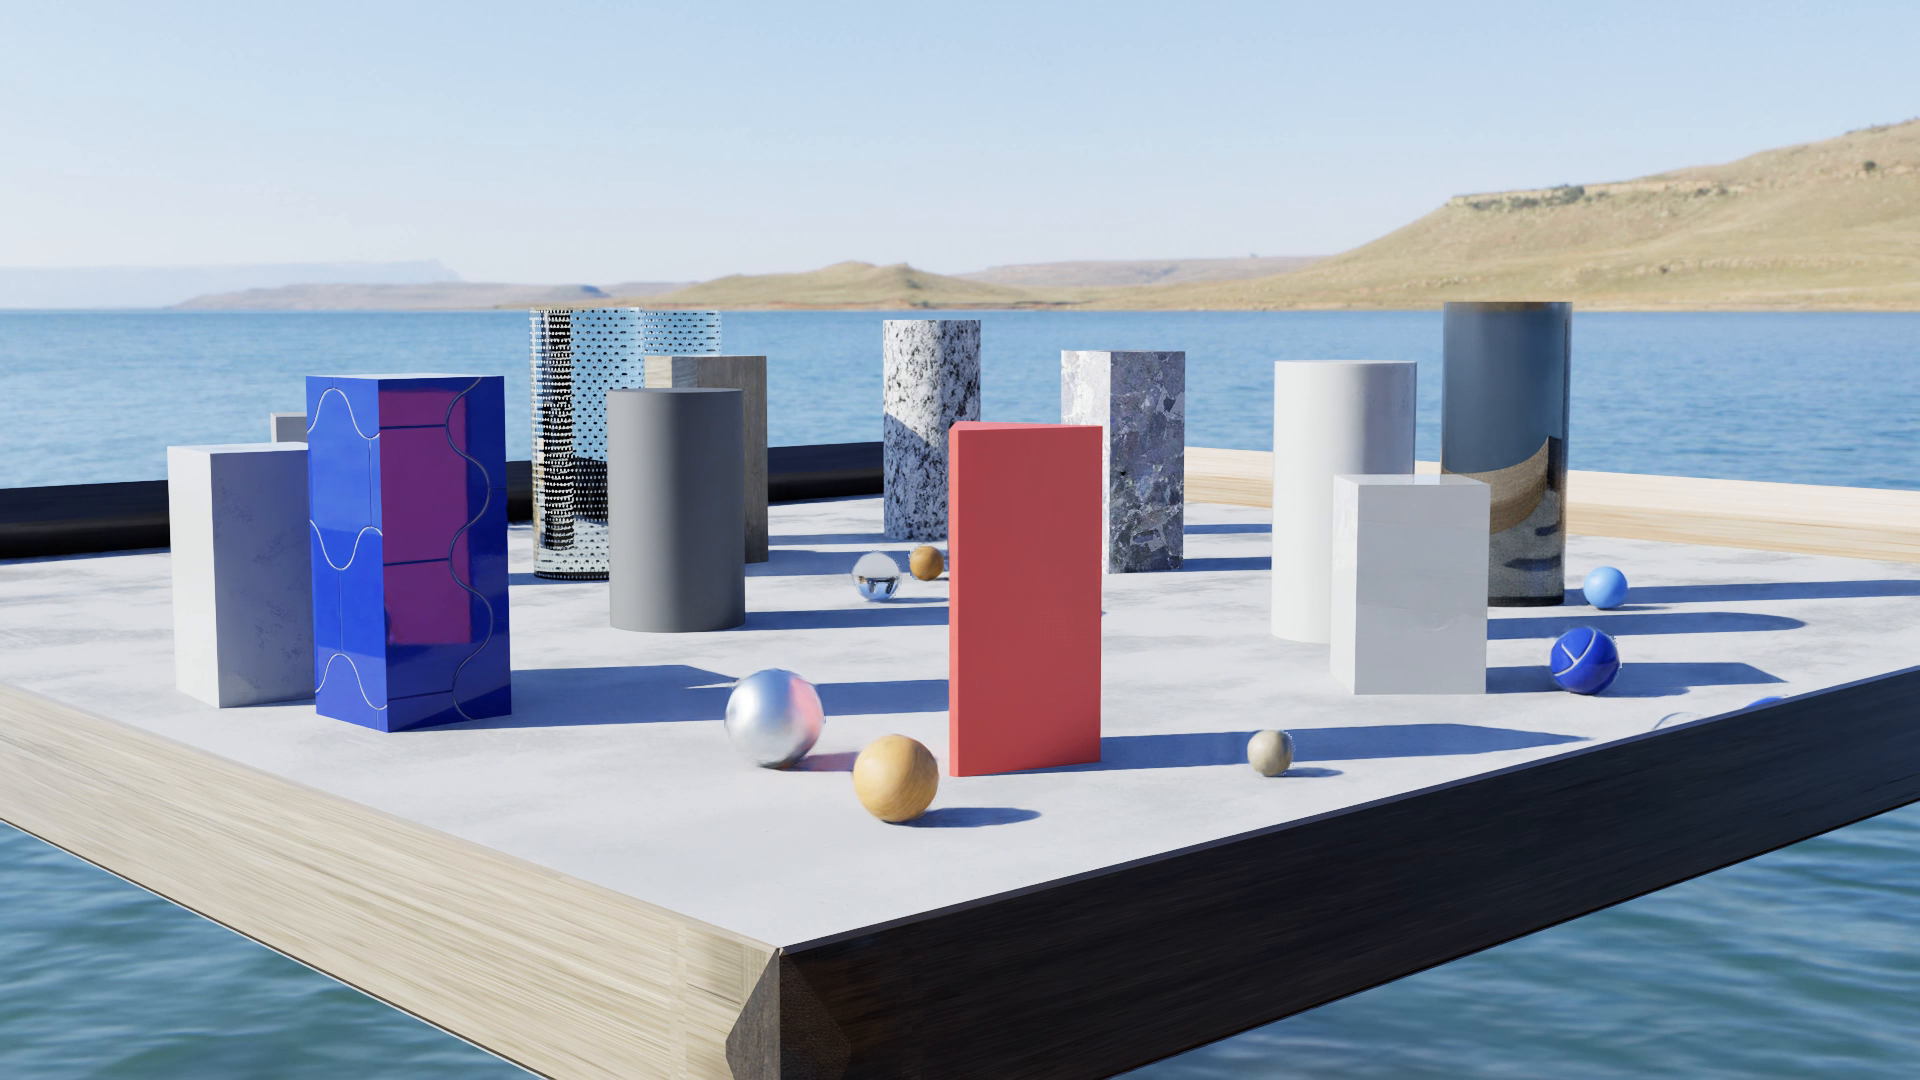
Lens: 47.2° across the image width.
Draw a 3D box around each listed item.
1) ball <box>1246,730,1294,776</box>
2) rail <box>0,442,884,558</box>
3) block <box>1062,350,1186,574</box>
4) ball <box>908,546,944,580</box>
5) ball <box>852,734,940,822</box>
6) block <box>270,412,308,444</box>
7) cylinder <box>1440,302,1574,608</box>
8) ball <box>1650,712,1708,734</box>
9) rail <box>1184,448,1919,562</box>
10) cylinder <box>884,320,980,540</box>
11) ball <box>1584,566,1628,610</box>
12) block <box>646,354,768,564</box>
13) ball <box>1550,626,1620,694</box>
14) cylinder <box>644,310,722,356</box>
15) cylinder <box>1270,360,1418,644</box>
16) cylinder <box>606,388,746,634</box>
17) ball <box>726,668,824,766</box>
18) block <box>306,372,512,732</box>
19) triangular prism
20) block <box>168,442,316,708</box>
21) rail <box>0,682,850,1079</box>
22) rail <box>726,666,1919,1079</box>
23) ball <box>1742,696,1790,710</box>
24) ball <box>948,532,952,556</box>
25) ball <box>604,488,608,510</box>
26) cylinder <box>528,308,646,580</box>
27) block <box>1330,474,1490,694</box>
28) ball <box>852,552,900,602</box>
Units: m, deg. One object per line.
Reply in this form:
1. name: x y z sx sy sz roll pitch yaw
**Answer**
1. ball: 0.297 0.203 2.102 0.044 0.044 0.044 0 6 0
2. rail: -1.059 -0.088 4.473 3.170 0.124 0.045 -6 8 -42
3. block: 0.279 -0.139 3.779 0.152 0.371 0.152 -3 7 -29
4. ball: -0.054 0.038 3.600 0.058 0.058 0.058 0 6 0
5. ball: -0.056 0.207 1.913 0.076 0.076 0.076 0 6 0
6. block: -1.024 -0.066 3.548 0.152 0.275 0.152 -2 6 -20
7. cylinder: 0.829 -0.135 3.350 0.190 0.454 0.190 0 6 0
8. ball: 0.674 0.195 2.041 0.072 0.072 0.072 0 6 0
9. rail: 1.148 -0.079 4.385 0.045 0.124 3.169 -6 8 -42
10. cylinder: -0.055 -0.219 4.305 0.190 0.421 0.190 0 6 0
11. ball: 0.957 0.071 3.261 0.064 0.064 0.064 0 6 0
12. block: -0.445 -0.142 3.857 0.152 0.362 0.152 -6 8 -44
13. ball: 0.723 0.139 2.545 0.078 0.078 0.078 0 6 0
14. cylinder: -0.544 -0.214 4.166 0.190 0.440 0.190 0 6 0
15. cylinder: 0.522 -0.056 2.996 0.190 0.372 0.190 0 6 0
16. cylinder: -0.400 -0.046 3.100 0.190 0.330 0.190 0 6 0
17. ball: -0.181 0.173 2.144 0.095 0.095 0.095 0 6 0
18. block: -0.601 0.007 2.400 0.152 0.371 0.152 -6 8 -44
19. triangular prism: 0.034 0.051 2.179 0.165 0.331 0.143 -3 7 -27
20. block: -0.811 0.035 2.543 0.152 0.285 0.152 -4 7 -36
21. rail: -1.148 0.143 2.279 0.045 0.124 3.169 -6 8 -42
22. rail: 1.059 0.153 2.191 3.170 0.124 0.045 -6 8 -42
23. ball: 0.744 0.189 1.996 0.094 0.094 0.094 0 6 0
24. ball: 0.017 0.007 3.804 0.078 0.078 0.078 0 6 0
25. ball: -0.726 -0.087 4.709 0.075 0.075 0.075 0 6 0
26. cylinder: -0.620 -0.165 3.673 0.190 0.445 0.190 0 6 0
27. block: 0.530 0.050 2.605 0.152 0.243 0.152 0 6 -1
28. ball: -0.129 0.056 3.353 0.074 0.074 0.074 0 6 0
